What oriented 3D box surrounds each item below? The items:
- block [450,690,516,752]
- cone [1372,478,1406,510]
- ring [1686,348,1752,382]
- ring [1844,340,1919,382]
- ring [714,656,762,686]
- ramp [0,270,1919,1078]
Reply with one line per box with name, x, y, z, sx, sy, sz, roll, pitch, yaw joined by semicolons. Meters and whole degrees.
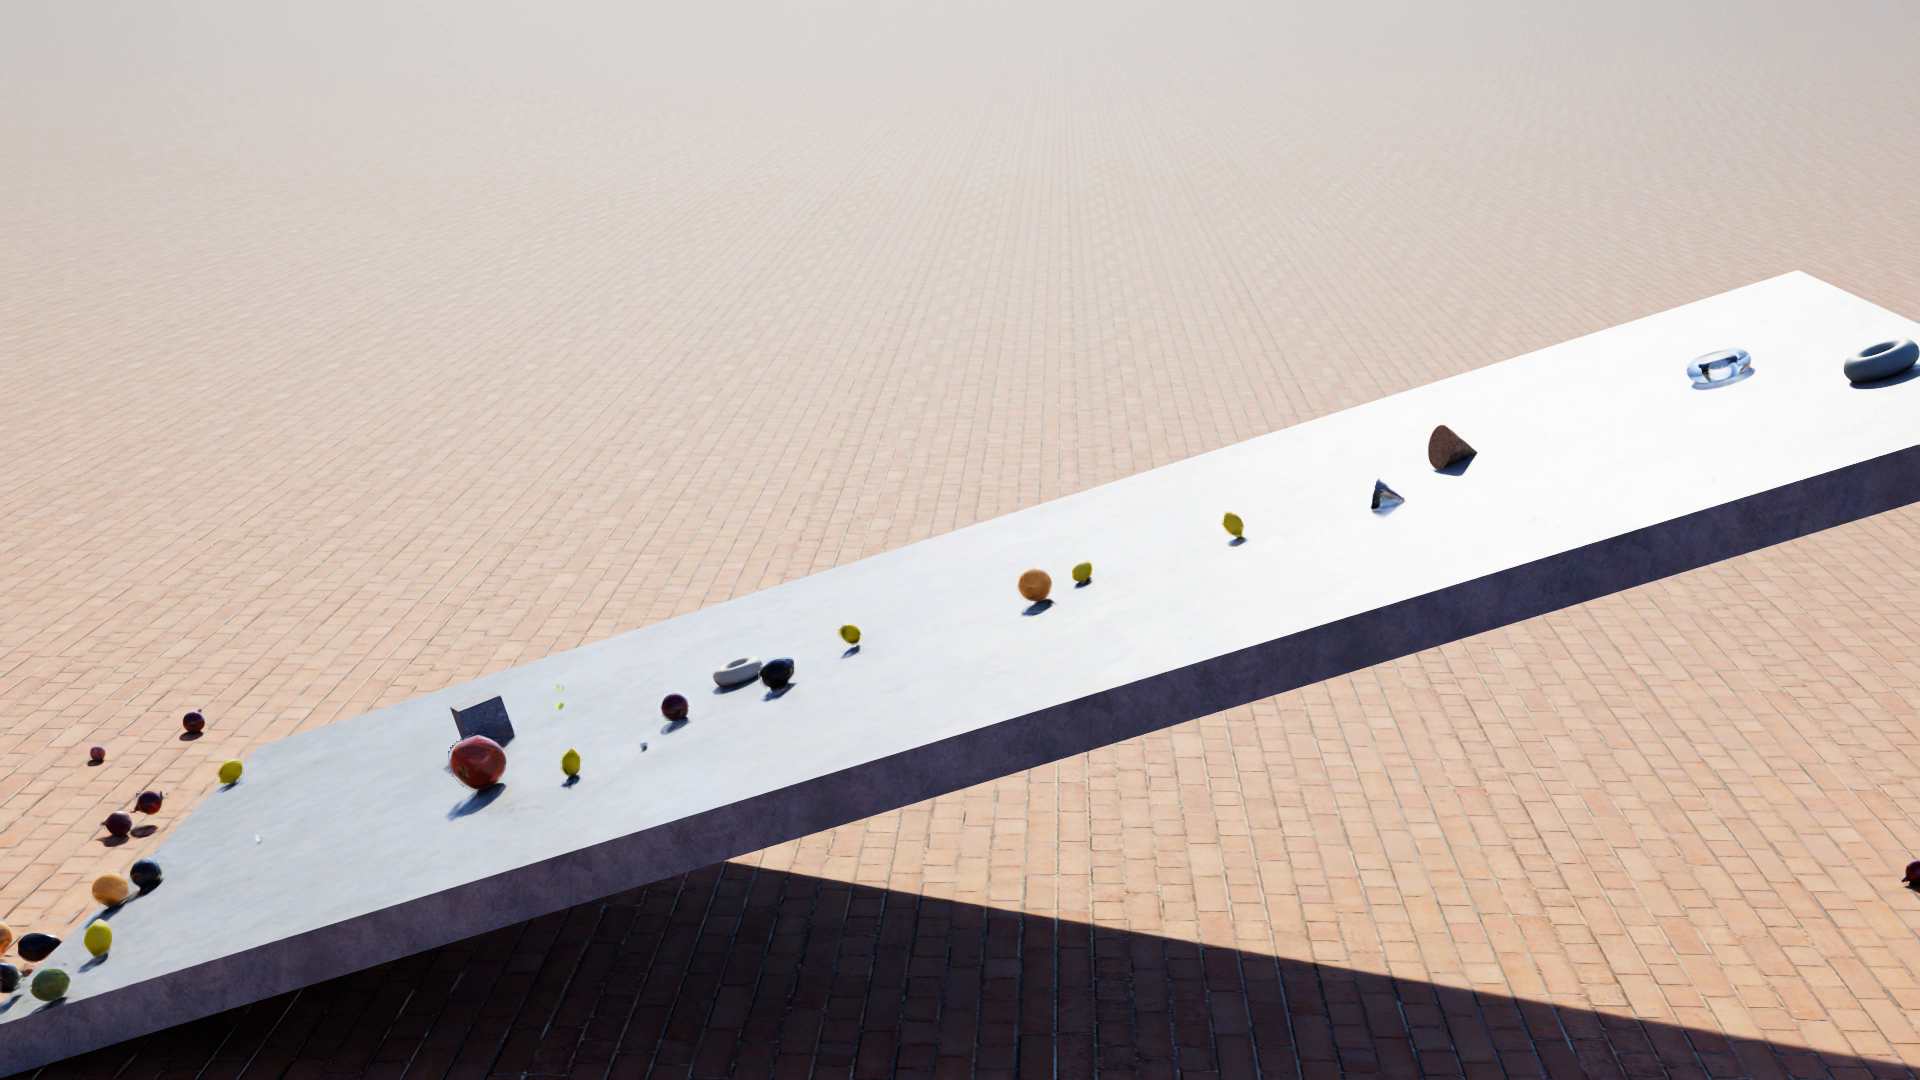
block;-1.069;0.406;6.584;0.100;0.100;0.100;-22;11;-19
cone;0.882;-0.087;6.023;0.067;0.067;0.067;13;14;14
ring;1.604;-0.369;6.218;0.137;0.046;0.137;-16;11;3
ring;1.807;-0.352;5.768;0.149;0.050;0.149;-21;10;4
ring;-0.482;0.285;6.389;0.113;0.038;0.113;-17;11;3
ramp;0.100;0.183;6.311;4.000;0.100;2.000;-17;10;5
